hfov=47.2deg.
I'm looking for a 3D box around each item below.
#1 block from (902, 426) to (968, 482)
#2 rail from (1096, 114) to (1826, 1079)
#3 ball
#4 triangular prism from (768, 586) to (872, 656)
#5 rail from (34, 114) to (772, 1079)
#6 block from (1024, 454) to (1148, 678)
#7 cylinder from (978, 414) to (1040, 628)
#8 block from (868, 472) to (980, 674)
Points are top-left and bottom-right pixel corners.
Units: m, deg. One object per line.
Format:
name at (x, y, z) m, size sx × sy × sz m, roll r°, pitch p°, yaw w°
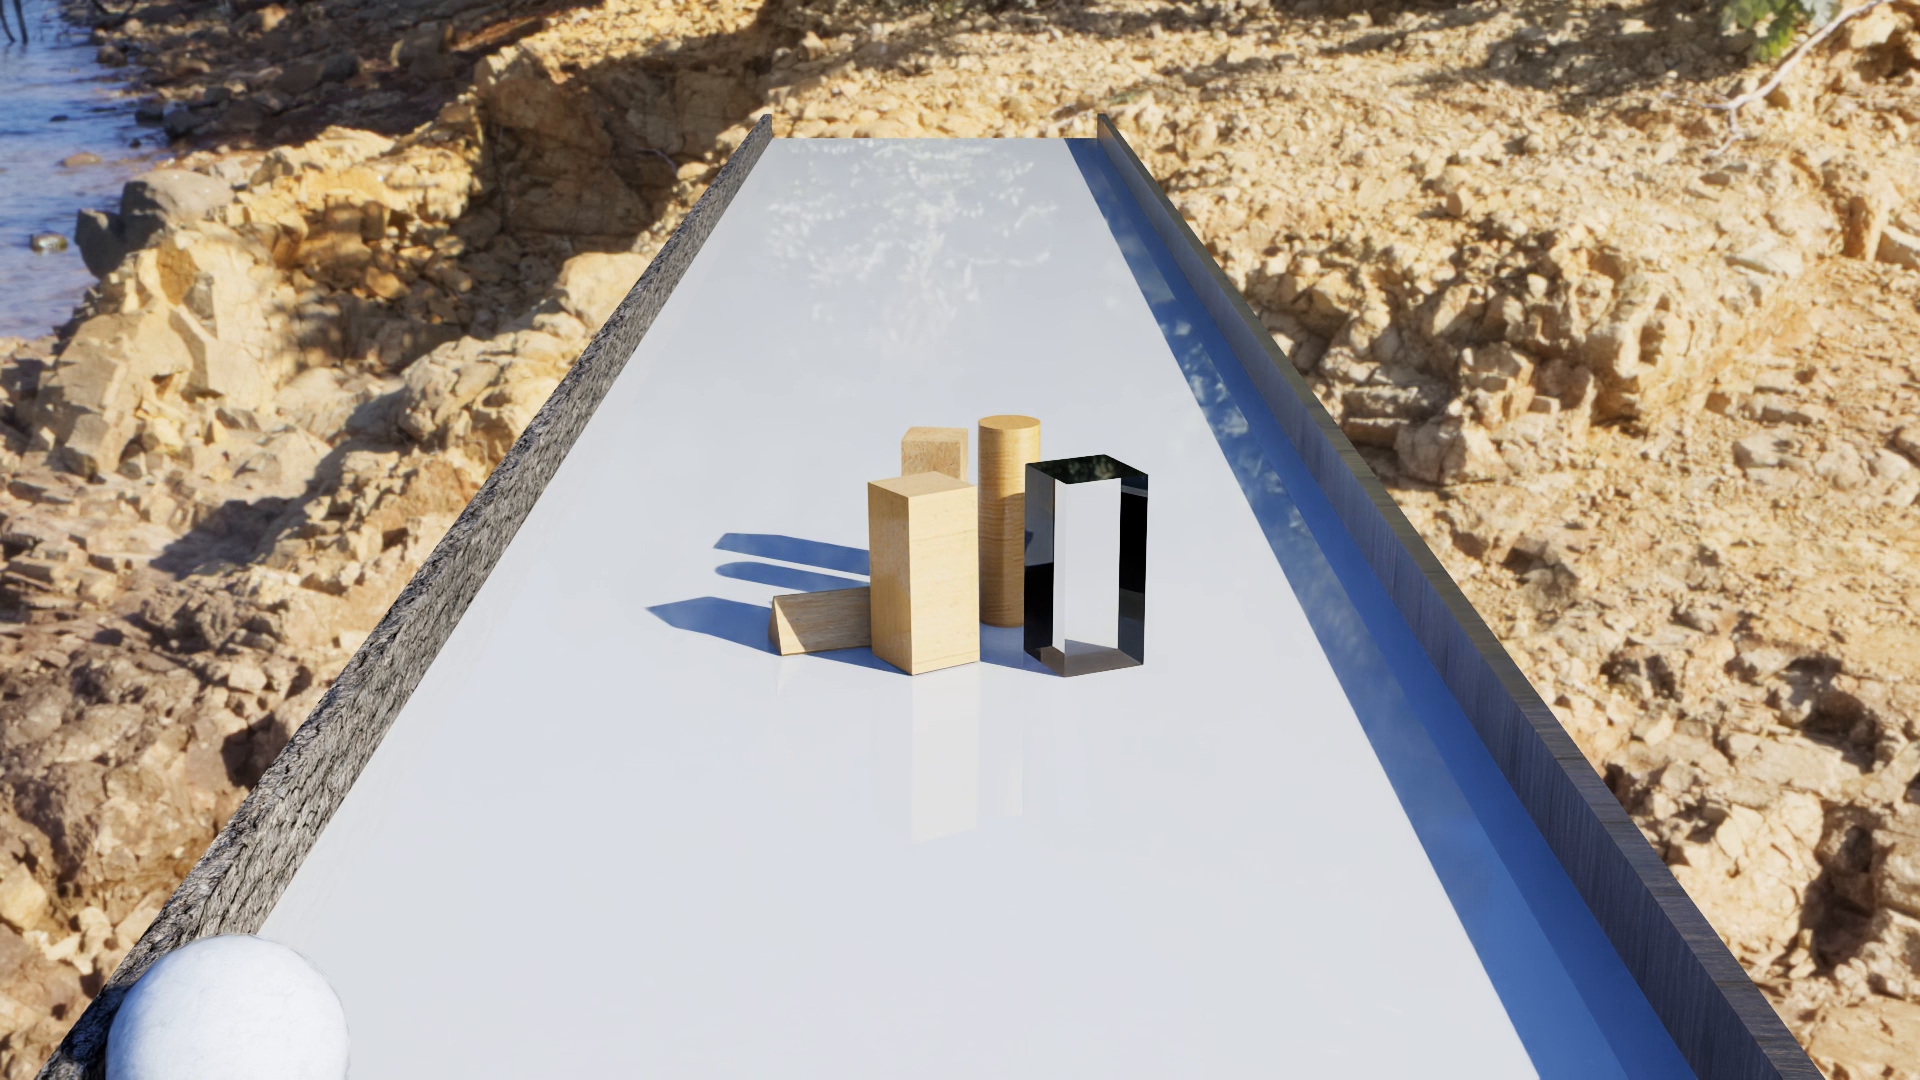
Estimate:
block at (-0.055, -0.078, 4.917) m, size 0.131 × 0.326 × 0.131 m, roll 2°, pitch 17°, yaw 7°
rail at (0.932, -0.844, 7.801) m, size 0.050 × 0.150 × 12.000 m, roll 0°, pitch 17°, yaw -1°
ball at (-0.881, 0.619, 2.652) m, size 0.281 × 0.281 × 0.281 m, roll 0°, pitch 17°, yaw 0°
triangular prism at (-0.212, 0.149, 4.527) m, size 0.349 × 0.107 × 0.124 m, roll -5°, pitch 18°, yaw -17°
rail at (-1.118, -0.838, 7.780) m, size 0.050 × 0.150 × 12.000 m, roll 0°, pitch 17°, yaw -1°
block at (0.248, 0.049, 4.374) m, size 0.179 × 0.393 × 0.179 m, roll -8°, pitch 18°, yaw -24°
cylinder at (0.102, -0.039, 4.608) m, size 0.130 × 0.428 × 0.130 m, roll 0°, pitch 17°, yaw 0°
block at (-0.072, 0.063, 4.378) m, size 0.157 × 0.359 × 0.157 m, roll -10°, pitch 18°, yaw -31°
